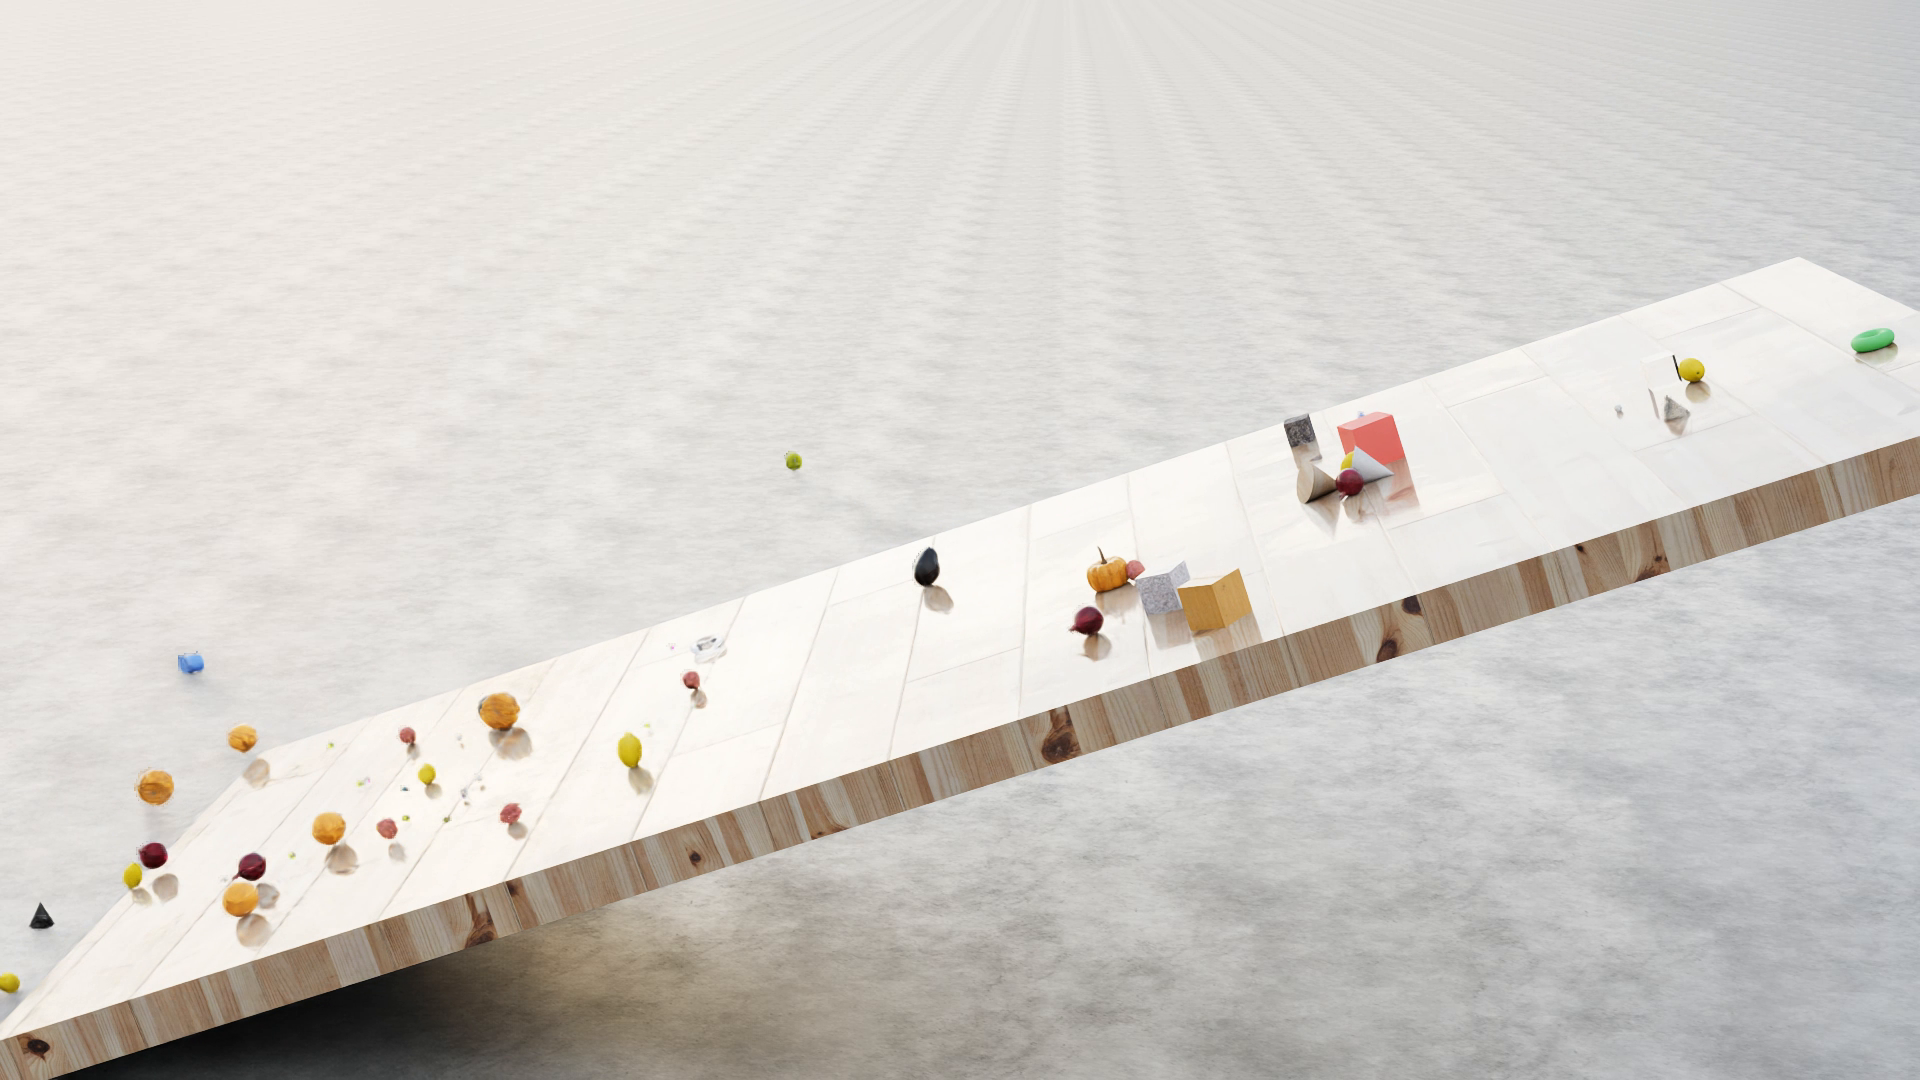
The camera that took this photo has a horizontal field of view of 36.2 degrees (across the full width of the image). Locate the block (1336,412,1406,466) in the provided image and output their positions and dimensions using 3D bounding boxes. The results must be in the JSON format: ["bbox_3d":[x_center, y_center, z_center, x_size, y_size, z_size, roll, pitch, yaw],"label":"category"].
[{"bbox_3d":[0.894,-0.214,6.400,0.098,0.098,0.098,-21,11,-10],"label":"block"}]

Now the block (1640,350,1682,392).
[{"bbox_3d":[1.478,-0.356,6.201,0.064,0.064,0.064,-18,11,6],"label":"block"}]

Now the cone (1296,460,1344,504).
[{"bbox_3d":[0.778,-0.119,6.274,0.092,0.092,0.092,6,10,-16],"label":"cone"}]

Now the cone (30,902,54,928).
[{"bbox_3d":[-2.020,0.820,6.464,0.054,0.054,0.054,0,12,0],"label":"cone"}]

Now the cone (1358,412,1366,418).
[{"bbox_3d":[0.938,-0.245,6.650,0.078,0.078,0.078,9,12,3],"label":"cone"}]

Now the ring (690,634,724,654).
[{"bbox_3d":[-0.589,0.243,6.846,0.083,0.028,0.083,-18,12,4],"label":"ring"}]

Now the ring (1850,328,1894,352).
[{"bbox_3d":[1.834,-0.402,5.911,0.087,0.029,0.087,-18,12,4],"label":"ring"}]

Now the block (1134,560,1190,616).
[{"bbox_3d":[0.402,0.093,5.756,0.077,0.077,0.077,-12,13,32],"label":"block"}]

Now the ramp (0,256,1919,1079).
[{"bbox_3d":[0.105,0.181,6.306,4.000,0.100,2.000,-18,11,6],"label":"ramp"}]

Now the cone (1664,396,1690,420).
[{"bbox_3d":[1.439,-0.259,5.890,0.050,0.050,0.050,10,13,6],"label":"cone"}]

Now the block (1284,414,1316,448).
[{"bbox_3d":[0.795,-0.257,6.892,0.058,0.058,0.058,-16,11,14],"label":"block"}]

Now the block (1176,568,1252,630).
[{"bbox_3d":[0.477,0.111,5.512,0.087,0.087,0.087,-8,15,46],"label":"block"}]

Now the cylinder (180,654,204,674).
[{"bbox_3d":[-2.253,0.363,8.631,0.051,0.051,0.051,-9,15,-41],"label":"cylinder"}]
